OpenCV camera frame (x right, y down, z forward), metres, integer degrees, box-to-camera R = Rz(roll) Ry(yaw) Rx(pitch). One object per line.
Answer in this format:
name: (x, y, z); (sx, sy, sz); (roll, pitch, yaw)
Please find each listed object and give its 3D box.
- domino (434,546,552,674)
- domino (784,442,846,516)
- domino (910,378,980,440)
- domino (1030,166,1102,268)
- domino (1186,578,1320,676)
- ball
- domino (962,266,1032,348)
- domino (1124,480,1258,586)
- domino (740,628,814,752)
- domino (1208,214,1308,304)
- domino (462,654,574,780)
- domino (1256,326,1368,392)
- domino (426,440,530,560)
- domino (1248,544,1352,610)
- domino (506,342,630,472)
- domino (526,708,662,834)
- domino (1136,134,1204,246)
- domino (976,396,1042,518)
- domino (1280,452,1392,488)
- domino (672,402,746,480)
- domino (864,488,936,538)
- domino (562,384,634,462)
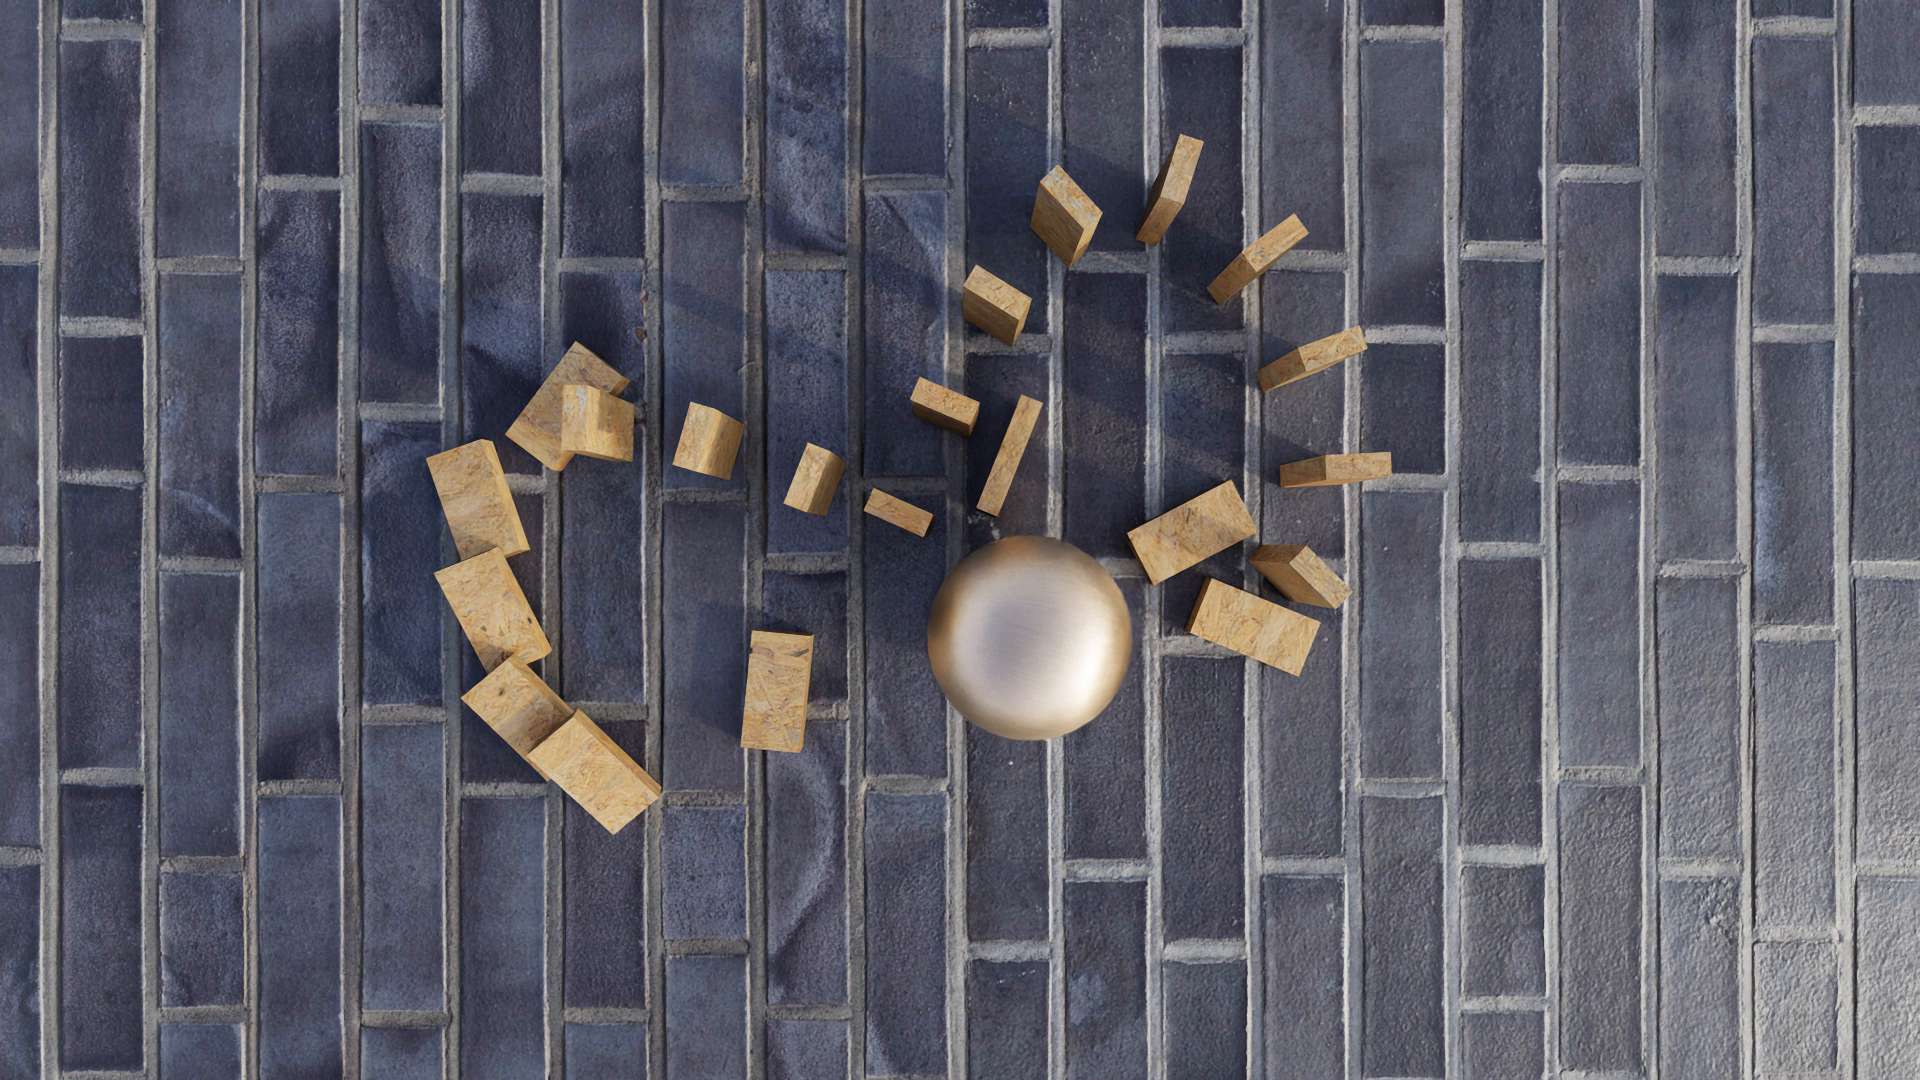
domino: (-0.198, 0.031, 0.390); (0.025, 0.010, 0.050); (-22, 102, 0)
domino: (-0.058, -0.024, 0.375); (0.010, 0.050, 0.025); (21, 90, 0)
domino: (-0.006, -0.053, 0.375); (0.025, 0.050, 0.010); (23, 90, 0)
domino: (0.042, -0.131, 0.375); (0.010, 0.050, 0.025); (-43, 90, 0)
domino: (0.126, 0.037, 0.395); (0.050, 0.009, 0.025); (22, 90, 0)
ball: (0.027, 0.038, 0.360); (0.080, 0.080, 0.080); (0, 90, 0)
domino: (0.014, -0.095, 0.375); (0.025, 0.050, 0.009); (31, 90, 0)
domino: (0.099, -0.003, 0.395); (0.050, 0.010, 0.025); (-27, 90, 0)
domino: (-0.079, 0.065, 0.395); (0.025, 0.010, 0.050); (6, 90, 0)
domino: (0.120, -0.114, 0.375); (0.025, 0.050, 0.009); (-36, 90, 0)
domino: (-0.183, 0.075, 0.390); (0.025, 0.009, 0.050); (-40, 102, 0)
domino: (0.142, -0.073, 0.375); (0.025, 0.050, 0.009); (-20, 90, 0)
domino: (-0.208, -0.015, 0.395); (0.025, 0.009, 0.050); (-19, 90, 0)
domino: (0.138, 0.014, 0.375); (0.025, 0.050, 0.009); (45, 90, 0)
domino: (-0.169, -0.057, 0.395); (0.025, 0.009, 0.050); (37, 90, 0)
domino: (-0.154, 0.098, 0.389); (0.025, 0.009, 0.050); (-40, 106, 0)
domino: (0.085, -0.142, 0.375); (0.010, 0.050, 0.025); (18, 90, 0)
domino: (0.020, -0.035, 0.388); (0.010, 0.025, 0.050); (22, 90, 0)
domino: (0.152, -0.028, 0.375); (0.025, 0.050, 0.009); (-3, 90, 0)
domino: (-0.102, -0.039, 0.375); (0.009, 0.050, 0.025); (16, 90, 0)
domino: (-0.024, -0.010, 0.375); (0.025, 0.050, 0.010); (24, 90, 0)
domino: (-0.147, -0.047, 0.375); (0.010, 0.050, 0.025); (2, 90, 0)
